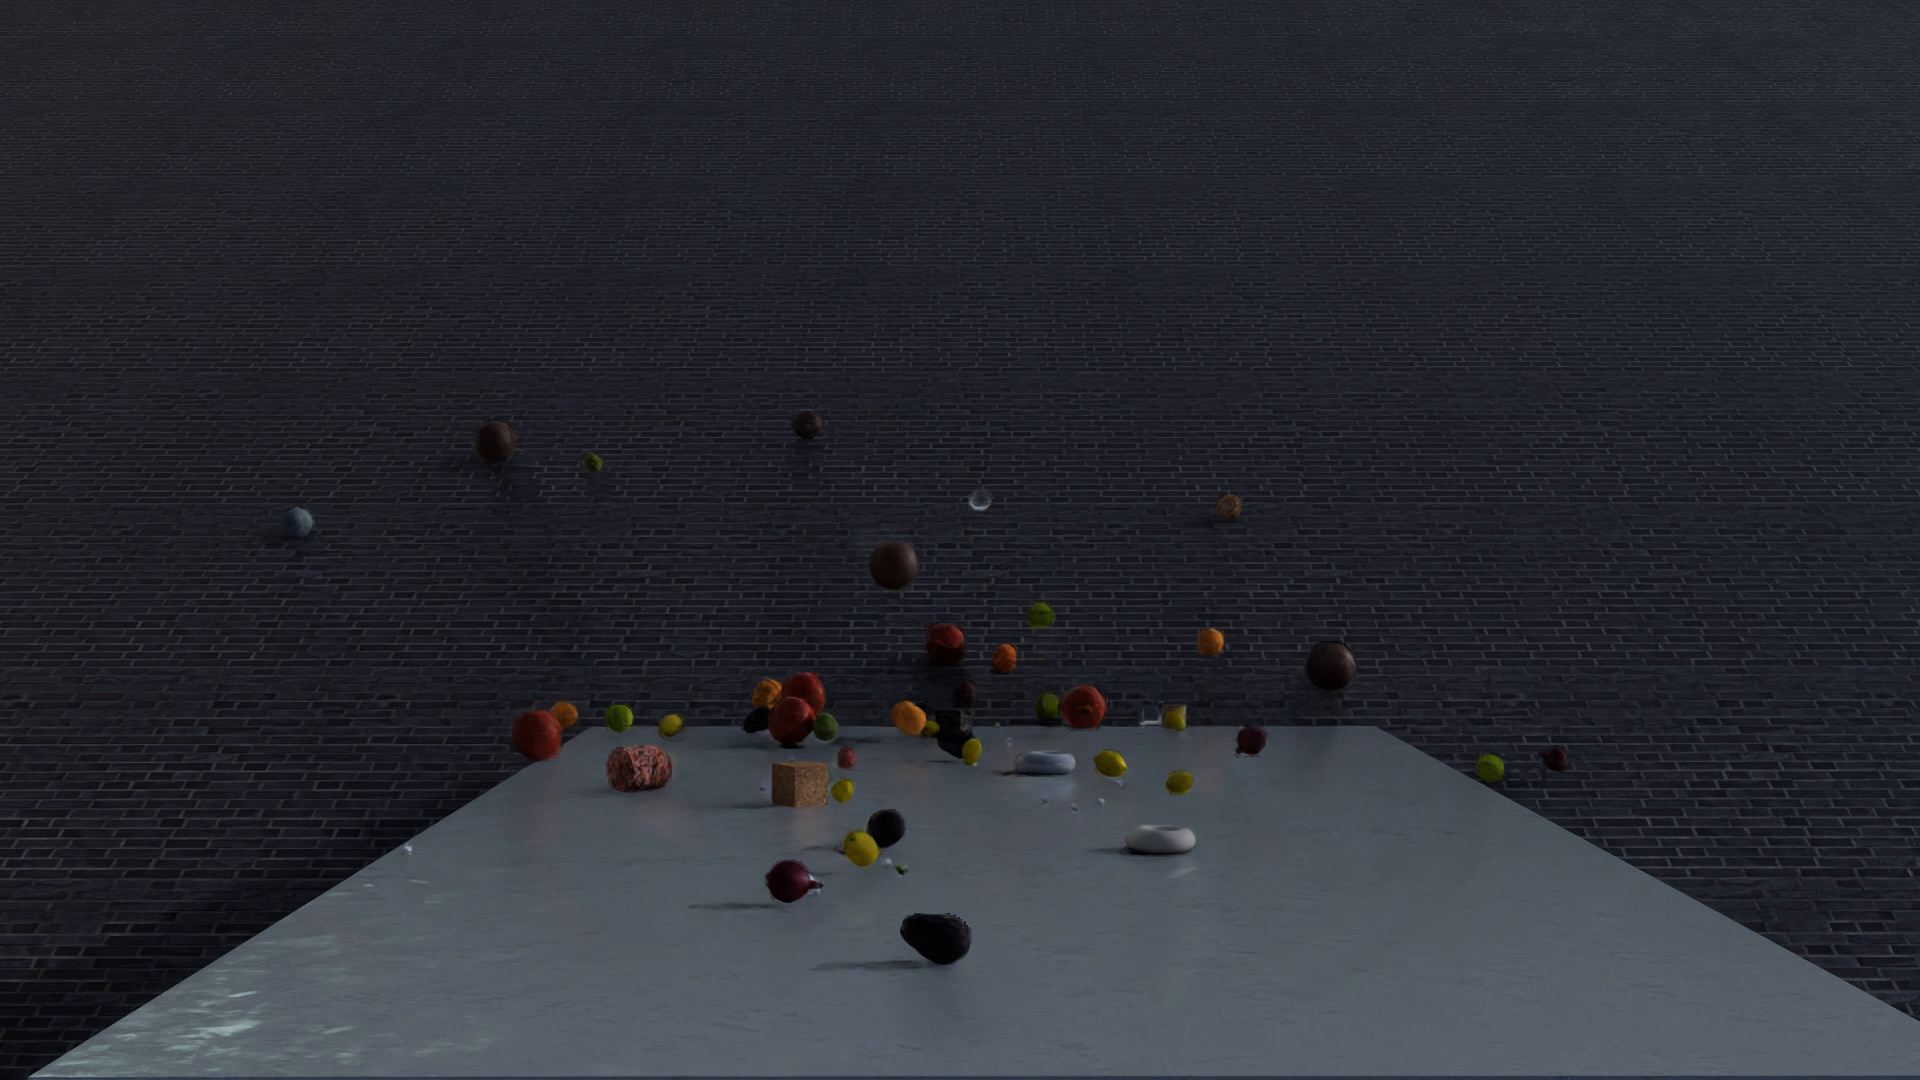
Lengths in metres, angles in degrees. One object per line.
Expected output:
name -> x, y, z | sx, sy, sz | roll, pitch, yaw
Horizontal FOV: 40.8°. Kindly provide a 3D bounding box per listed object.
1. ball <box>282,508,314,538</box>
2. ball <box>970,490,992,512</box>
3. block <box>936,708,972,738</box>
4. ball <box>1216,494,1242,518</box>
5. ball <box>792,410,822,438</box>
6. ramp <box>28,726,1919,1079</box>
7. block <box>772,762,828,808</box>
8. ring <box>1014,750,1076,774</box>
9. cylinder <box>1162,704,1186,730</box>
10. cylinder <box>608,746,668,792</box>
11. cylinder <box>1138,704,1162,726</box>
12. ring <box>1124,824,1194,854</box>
ball -> -1.978, -0.053, 7.709 | 0.091, 0.091, 0.091 | 0, 27, 0
ball -> 0.063, -0.119, 7.866 | 0.065, 0.065, 0.065 | 0, 27, 0
block -> -0.014, 0.446, 6.296 | 0.068, 0.068, 0.068 | 0, 1, 27
ball -> 0.815, -0.101, 7.821 | 0.074, 0.074, 0.074 | 0, 27, 0
ball -> -0.493, -0.373, 8.324 | 0.095, 0.095, 0.095 | 0, 27, 0
ramp -> 0.062, 0.557, 4.594 | 2.000, 0.100, 4.000 | 0, 1, 0
block -> -0.304, 0.464, 4.913 | 0.076, 0.076, 0.076 | -1, 1, -39
ring -> 0.179, 0.472, 5.467 | 0.131, 0.044, 0.131 | 1, 0, 0
cylinder -> 0.541, 0.447, 6.532 | 0.059, 0.059, 0.059 | 0, 1, 0
cylinder -> -0.639, 0.455, 5.134 | 0.085, 0.085, 0.085 | -2, 22, -44
cylinder -> 0.489, 0.446, 6.616 | 0.054, 0.054, 0.054 | -6, 22, 28
ring -> 0.328, 0.493, 4.249 | 0.118, 0.039, 0.118 | 1, 0, 0
